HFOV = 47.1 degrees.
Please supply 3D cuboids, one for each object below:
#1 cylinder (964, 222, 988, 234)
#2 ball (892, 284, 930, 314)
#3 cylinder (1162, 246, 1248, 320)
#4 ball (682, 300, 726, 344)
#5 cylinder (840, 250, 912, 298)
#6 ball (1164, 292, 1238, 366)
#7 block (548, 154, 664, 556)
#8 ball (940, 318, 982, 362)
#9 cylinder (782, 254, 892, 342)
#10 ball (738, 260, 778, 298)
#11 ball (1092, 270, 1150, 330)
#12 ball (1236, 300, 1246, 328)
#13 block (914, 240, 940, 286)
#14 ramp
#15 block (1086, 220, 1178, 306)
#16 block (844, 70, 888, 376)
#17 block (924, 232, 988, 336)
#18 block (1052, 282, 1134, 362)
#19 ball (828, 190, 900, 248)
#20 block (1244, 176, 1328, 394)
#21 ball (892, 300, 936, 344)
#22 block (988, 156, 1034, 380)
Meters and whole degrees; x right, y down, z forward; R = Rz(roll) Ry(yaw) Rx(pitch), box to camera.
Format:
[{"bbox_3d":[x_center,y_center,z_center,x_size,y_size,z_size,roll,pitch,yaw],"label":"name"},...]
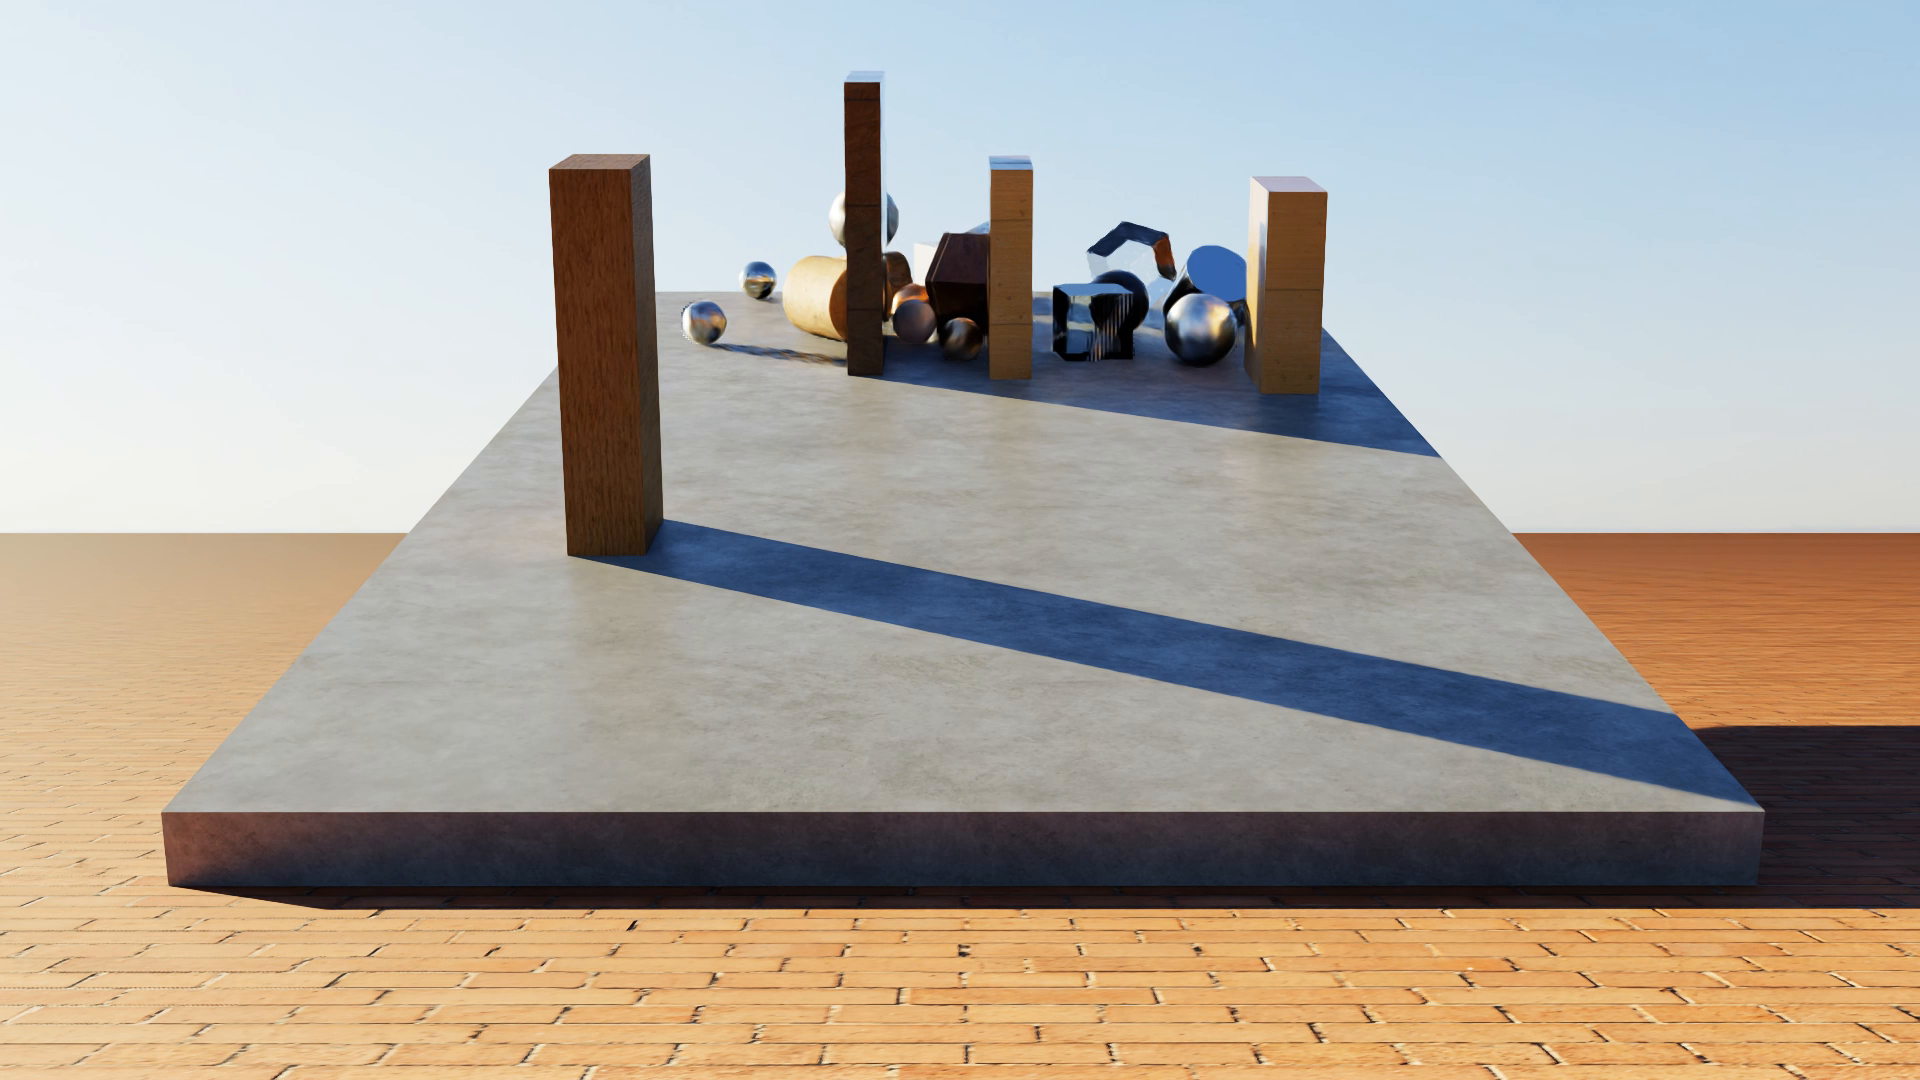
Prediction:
[{"bbox_3d":[0.072,-0.810,6.361,0.187,0.187,0.187,-26,6,3],"label":"cylinder"},{"bbox_3d":[-0.122,-0.627,5.944,0.127,0.127,0.127,0,0,0],"label":"ball"},{"bbox_3d":[0.646,-0.639,5.743,0.183,0.183,0.183,0,-31,-18],"label":"cylinder"},{"bbox_3d":[-0.668,-0.569,5.759,0.115,0.115,0.115,0,0,0],"label":"ball"},{"bbox_3d":[-0.246,-0.731,6.245,0.164,0.164,0.164,-8,4,-28],"label":"cylinder"},{"bbox_3d":[0.599,-0.524,5.477,0.182,0.182,0.182,0,0,0],"label":"ball"},{"bbox_3d":[-0.618,-0.329,3.879,0.137,0.670,0.247,0,16,0],"label":"block"},{"bbox_3d":[0.002,-0.505,5.545,0.110,0.110,0.110,0,0,0],"label":"ball"},{"bbox_3d":[-0.325,-0.640,5.838,0.209,0.209,0.209,0,12,-41],"label":"cylinder"},{"bbox_3d":[-0.592,-0.762,6.452,0.111,0.111,0.111,0,0,0],"label":"ball"},{"bbox_3d":[0.420,-0.635,5.888,0.173,0.173,0.173,0,0,0],"label":"ball"},{"bbox_3d":[0.725,-0.663,5.968,0.185,0.185,0.185,0,0,0],"label":"ball"},{"bbox_3d":[-0.034,-0.804,6.535,0.148,0.148,0.148,-10,18,-31],"label":"block"},{"bbox_3d":[-0.002,-0.155,4.684,2.000,0.100,4.000,0,16,0],"label":"ramp"},{"bbox_3d":[0.490,-0.775,6.256,0.168,0.168,0.168,25,54,41],"label":"block"},{"bbox_3d":[-0.232,-0.796,5.480,0.086,0.703,0.412,0,16,0],"label":"block"},{"bbox_3d":[0.038,-0.683,5.888,0.191,0.191,0.191,5,-40,18],"label":"block"},{"bbox_3d":[0.337,-0.557,5.619,0.168,0.168,0.168,-3,16,-10],"label":"block"},{"bbox_3d":[-0.269,-0.899,6.176,0.197,0.197,0.197,0,0,0],"label":"ball"},{"bbox_3d":[0.774,-0.614,5.263,0.136,0.472,0.320,0,16,0],"label":"block"},{"bbox_3d":[-0.120,-0.571,5.764,0.117,0.117,0.117,0,0,0],"label":"ball"},{"bbox_3d":[0.122,-0.675,5.418,0.102,0.504,0.321,0,16,0],"label":"block"}]
